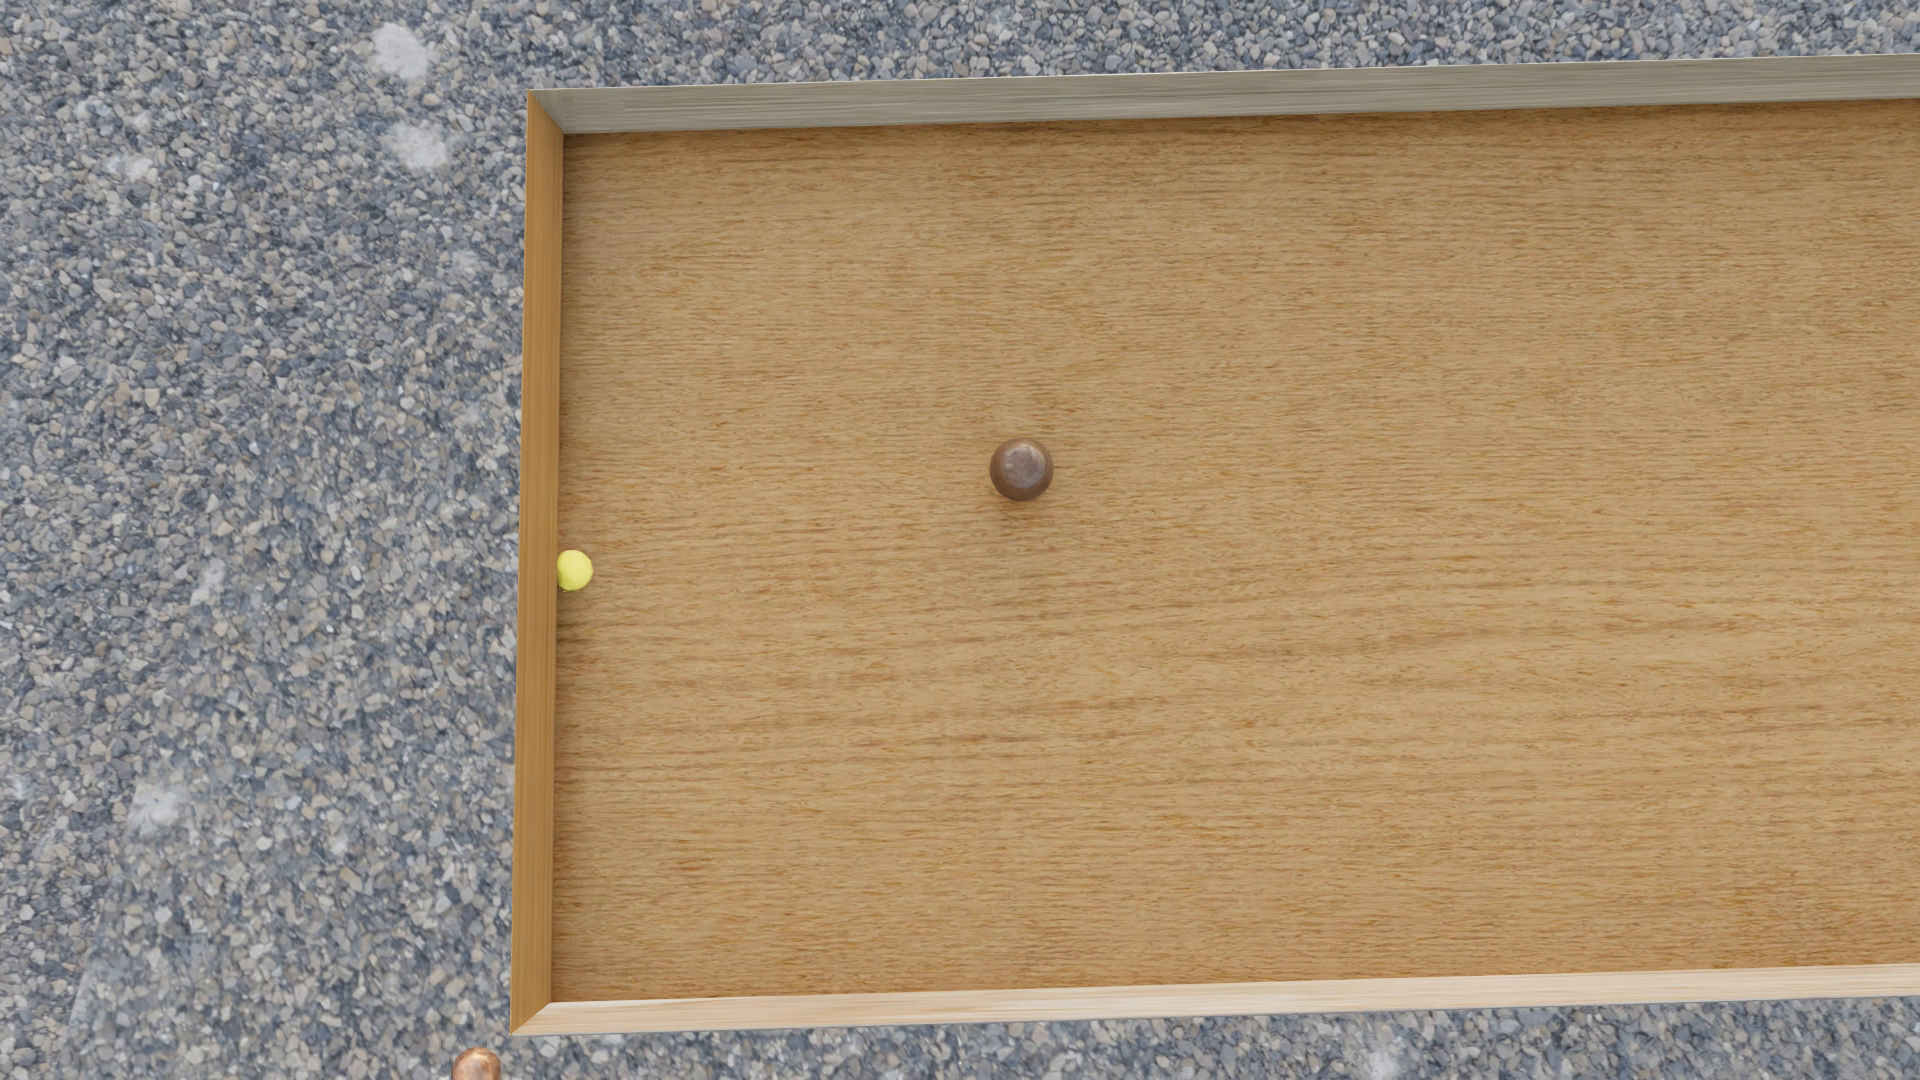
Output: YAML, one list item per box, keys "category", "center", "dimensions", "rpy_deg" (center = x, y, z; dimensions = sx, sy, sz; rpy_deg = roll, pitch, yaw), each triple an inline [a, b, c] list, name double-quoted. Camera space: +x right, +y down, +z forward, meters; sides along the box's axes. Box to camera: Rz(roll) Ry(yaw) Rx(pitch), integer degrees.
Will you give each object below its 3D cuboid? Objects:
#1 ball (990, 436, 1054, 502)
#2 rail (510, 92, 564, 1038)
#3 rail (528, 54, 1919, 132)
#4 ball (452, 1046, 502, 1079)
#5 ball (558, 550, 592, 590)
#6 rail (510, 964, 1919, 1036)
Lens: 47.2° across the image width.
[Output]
- category: "ball"
  center: [0.093, -0.107, 3.335]
  dimensions: [0.098, 0.098, 0.098]
  rpy_deg: [0, 77, 0]
- category: "rail"
  center: [-0.625, 0.011, 3.291]
  dimensions: [0.045, 0.127, 1.427]
  rpy_deg: [-2, 77, 0]
- category: "rail"
  center: [0.629, -0.694, 3.459]
  dimensions: [2.594, 0.127, 0.045]
  rpy_deg: [-2, 77, 0]
- category: "ball"
  center: [-0.901, 0.993, 4.101]
  dimensions: [0.093, 0.093, 0.093]
  rpy_deg: [0, 77, 0]
- category: "ball"
  center: [-0.585, 0.046, 3.318]
  dimensions: [0.061, 0.061, 0.061]
  rpy_deg: [0, 77, 0]
- category: "rail"
  center: [0.668, 0.647, 3.140]
  dimensions: [2.594, 0.127, 0.045]
  rpy_deg: [-2, 77, 0]
